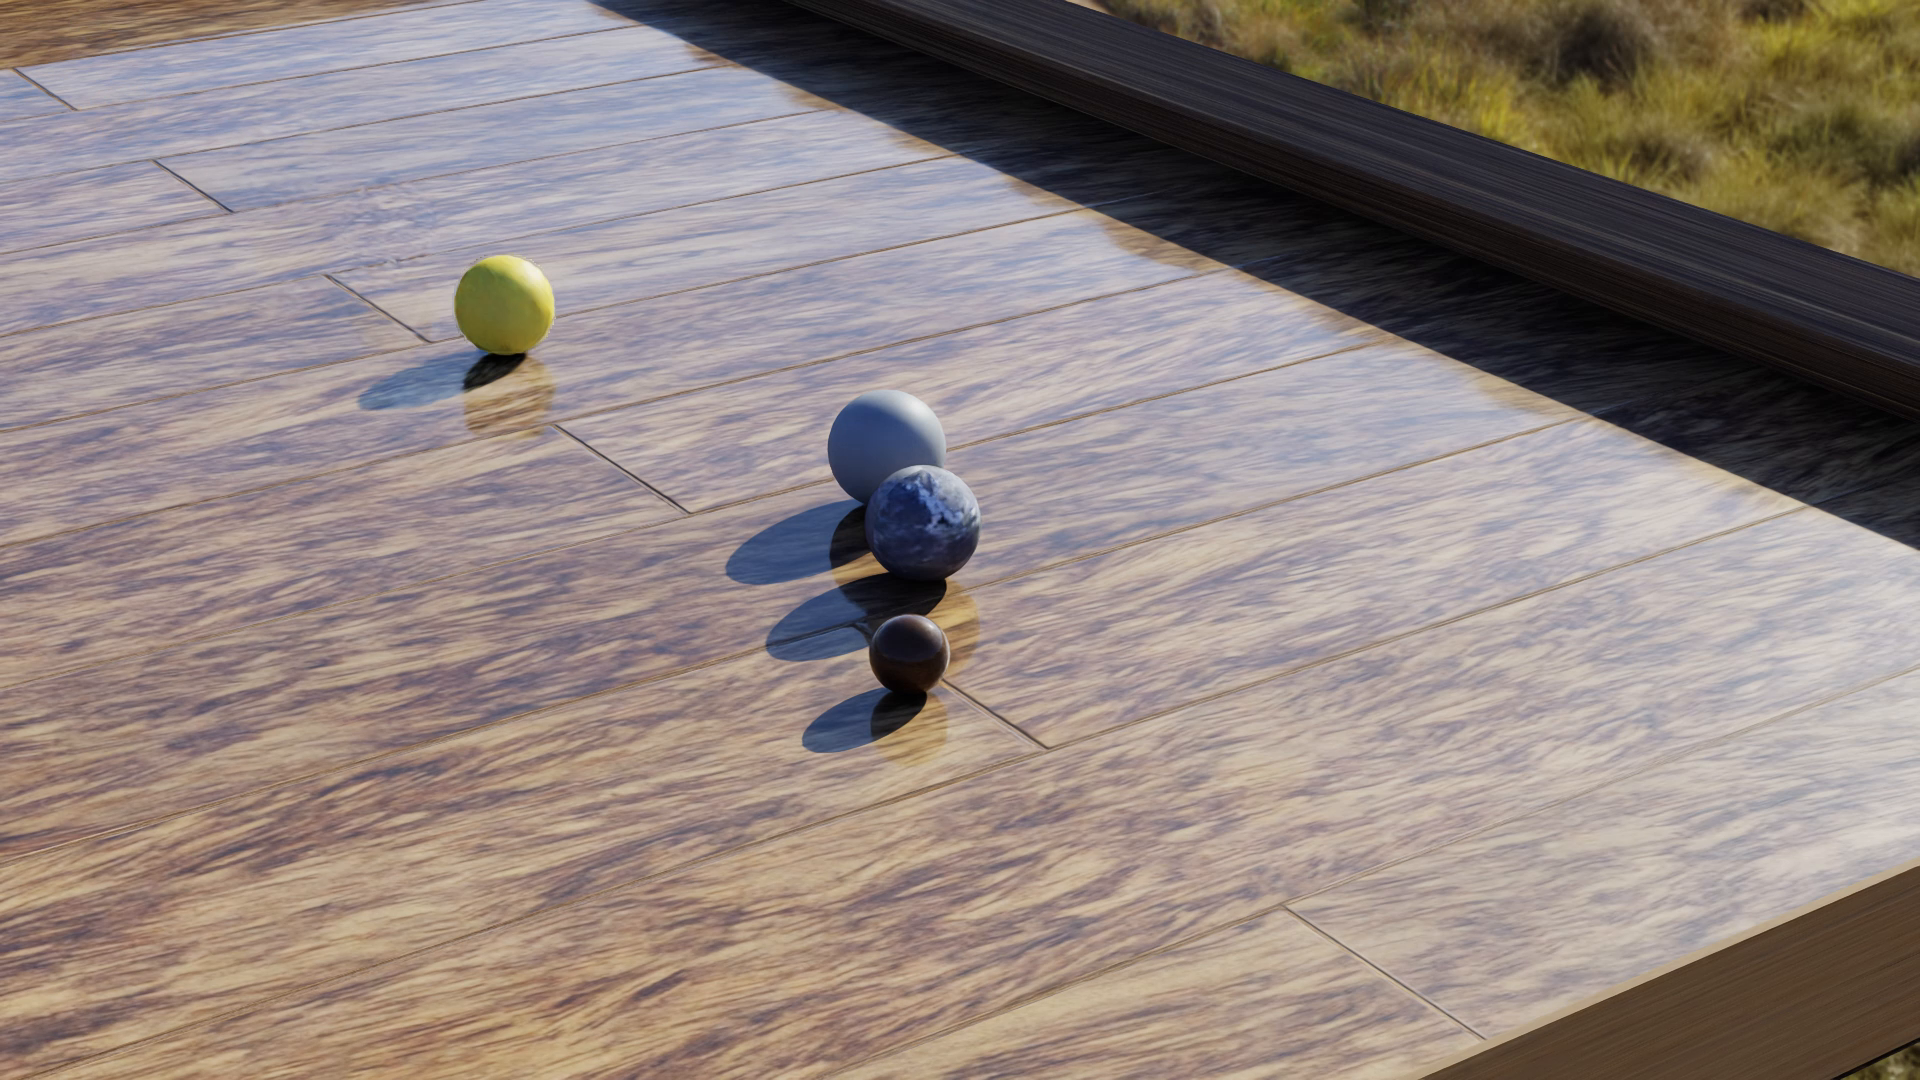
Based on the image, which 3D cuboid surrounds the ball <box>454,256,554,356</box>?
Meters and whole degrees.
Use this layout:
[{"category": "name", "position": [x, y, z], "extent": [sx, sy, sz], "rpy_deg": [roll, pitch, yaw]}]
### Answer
[{"category": "ball", "position": [-0.425, -0.219, 2.743], "extent": [0.093, 0.093, 0.093], "rpy_deg": [0, 24, 0]}]

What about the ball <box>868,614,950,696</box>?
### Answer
[{"category": "ball", "position": [-0.036, 0.082, 2.099], "extent": [0.058, 0.058, 0.058], "rpy_deg": [0, 24, 0]}]

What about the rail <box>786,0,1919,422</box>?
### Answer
[{"category": "rail", "position": [0.257, -0.493, 3.327], "extent": [0.045, 0.127, 3.325], "rpy_deg": [-15, 28, -31]}]

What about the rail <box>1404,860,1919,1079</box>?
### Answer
[{"category": "rail", "position": [0.454, 0.246, 1.634], "extent": [1.798, 0.127, 0.045], "rpy_deg": [-15, 28, -31]}]

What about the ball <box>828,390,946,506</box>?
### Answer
[{"category": "ball", "position": [-0.060, -0.074, 2.407], "extent": [0.097, 0.097, 0.097], "rpy_deg": [0, 24, 0]}]

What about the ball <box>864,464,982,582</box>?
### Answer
[{"category": "ball", "position": [-0.029, -0.013, 2.274], "extent": [0.091, 0.091, 0.091], "rpy_deg": [0, 24, 0]}]
